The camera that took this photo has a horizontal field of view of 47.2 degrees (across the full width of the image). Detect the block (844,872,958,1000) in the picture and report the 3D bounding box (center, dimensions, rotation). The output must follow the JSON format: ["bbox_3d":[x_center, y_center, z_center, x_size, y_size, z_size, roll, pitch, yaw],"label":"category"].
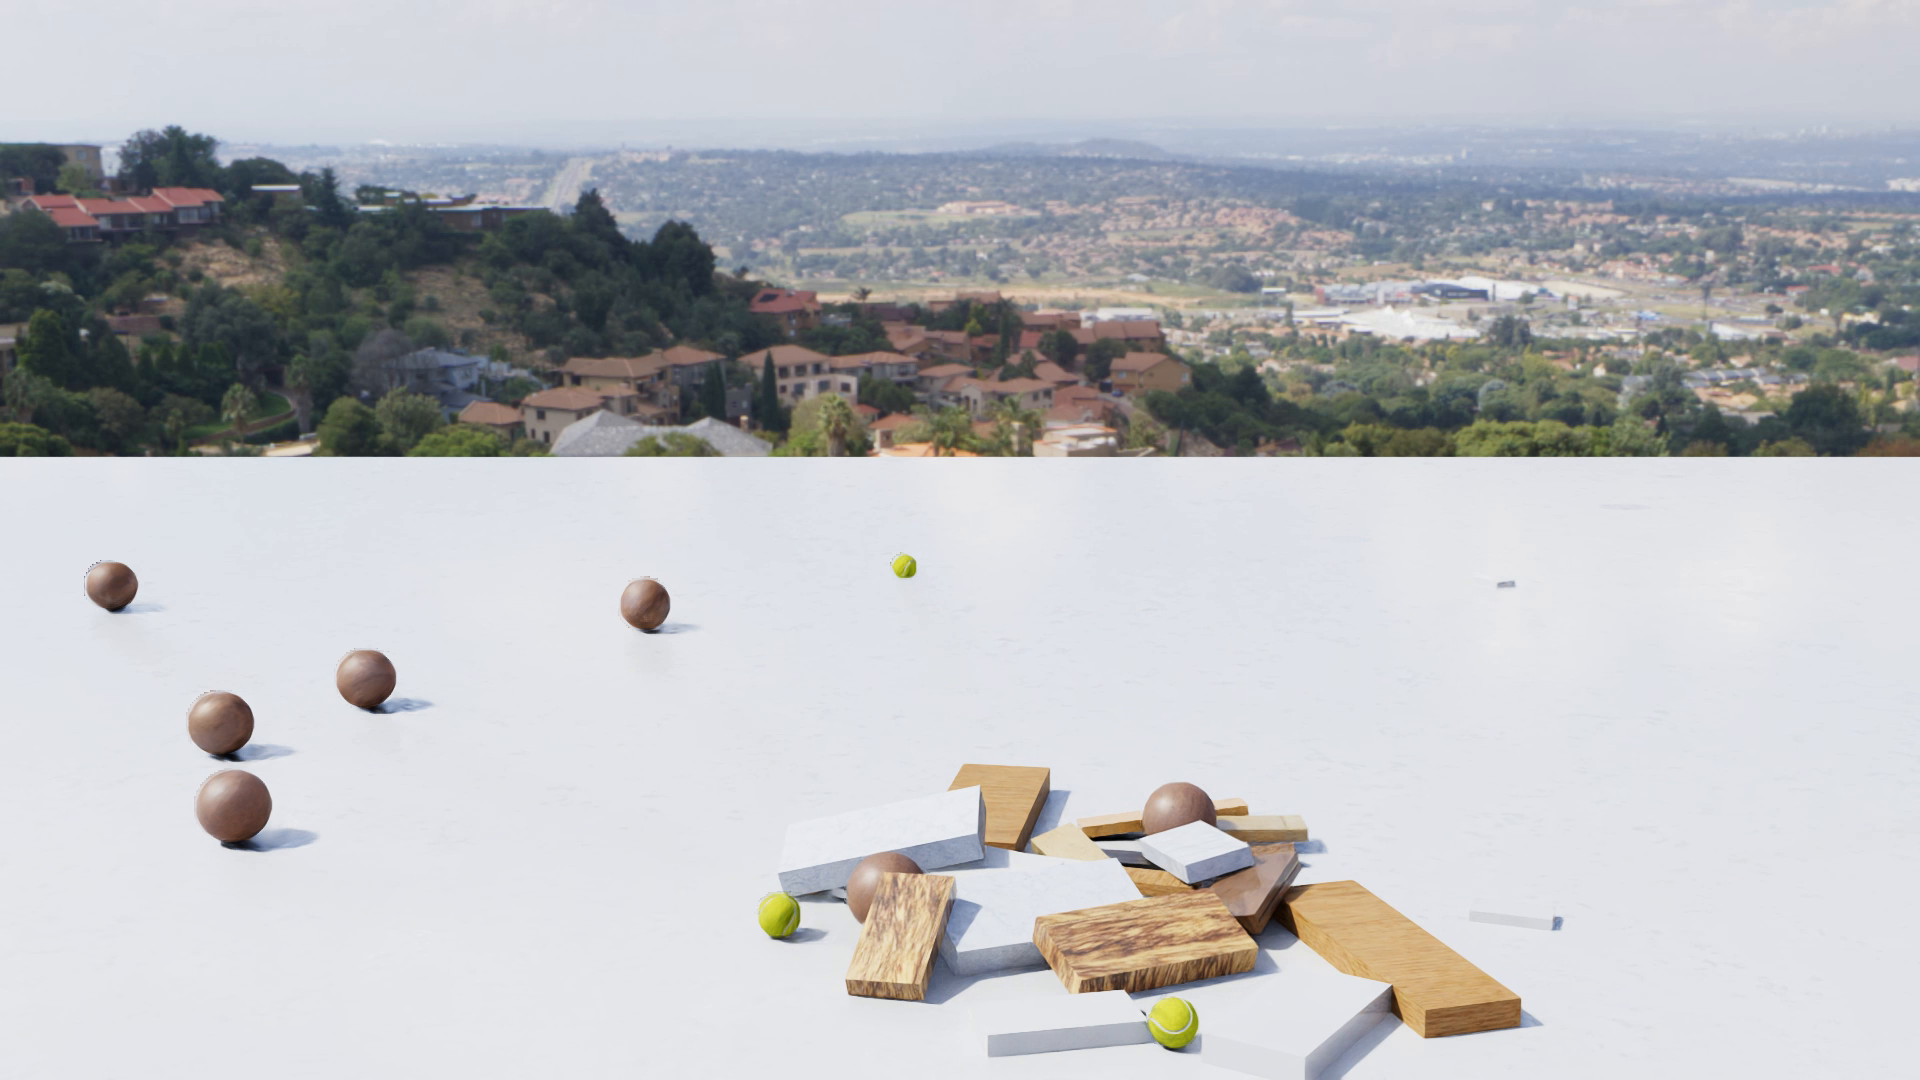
[{"bbox_3d":[-0.086,0.593,3.307,0.115,0.033,0.230,1,34,14],"label":"block"}]

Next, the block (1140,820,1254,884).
[{"bbox_3d":[0.394,0.521,3.680,0.115,0.033,0.230,-15,6,-13],"label":"block"}]

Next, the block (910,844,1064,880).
[{"bbox_3d":[0.043,0.549,3.605,0.230,0.033,0.115,8,28,28],"label":"block"}]

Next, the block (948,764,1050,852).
[{"bbox_3d":[0.051,0.500,4.022,0.169,0.048,0.465,2,11,10],"label":"block"}]

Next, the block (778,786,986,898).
[{"bbox_3d":[-0.127,0.503,3.677,0.337,0.048,0.169,-12,20,7],"label":"block"}]

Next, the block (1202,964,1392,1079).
[{"bbox_3d":[0.476,0.677,3.085,0.152,0.043,0.303,7,12,32],"label":"block"}]

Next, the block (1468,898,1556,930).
[{"bbox_3d":[0.891,0.603,3.548,0.130,0.018,0.065,4,11,19],"label":"block"}]

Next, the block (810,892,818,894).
[{"bbox_3d":[-0.250,0.571,3.728,0.059,0.017,0.119,3,11,18],"label":"block"}]

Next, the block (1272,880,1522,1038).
[{"bbox_3d":[0.648,0.628,3.345,0.152,0.043,0.524,-3,11,-16],"label":"block"}]

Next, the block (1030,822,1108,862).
[{"bbox_3d":[0.194,0.539,3.733,0.081,0.023,0.162,-20,28,-19],"label":"block"}]

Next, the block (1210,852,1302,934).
[{"bbox_3d":[0.458,0.569,3.529,0.115,0.033,0.230,-11,13,28],"label":"block"}]

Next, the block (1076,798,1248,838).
[{"bbox_3d":[0.365,0.502,3.976,0.303,0.020,0.072,-7,5,-4],"label":"block"}]

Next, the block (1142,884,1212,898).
[{"bbox_3d":[0.345,0.585,3.643,0.139,0.020,0.069,3,11,18],"label":"block"}]

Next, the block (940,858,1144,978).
[{"bbox_3d":[0.122,0.585,3.424,0.338,0.048,0.169,-4,30,-21],"label":"block"}]

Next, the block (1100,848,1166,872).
[{"bbox_3d":[0.293,0.554,3.776,0.139,0.020,0.069,5,10,-5],"label":"block"}]

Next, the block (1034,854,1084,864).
[{"bbox_3d":[0.122,0.566,3.628,0.230,0.033,0.115,4,27,22],"label":"block"}]

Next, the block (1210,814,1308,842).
[{"bbox_3d":[0.530,0.512,3.902,0.162,0.023,0.081,0,11,-1],"label":"block"}]

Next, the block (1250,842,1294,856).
[{"bbox_3d":[0.498,0.542,3.805,0.144,0.020,0.072,-3,-10,-16],"label":"block"}]

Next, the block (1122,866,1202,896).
[{"bbox_3d":[0.324,0.567,3.633,0.139,0.020,0.069,3,11,18],"label":"block"}]

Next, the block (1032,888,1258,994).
[{"bbox_3d":[0.280,0.609,3.319,0.303,0.043,0.152,-5,30,-24],"label":"block"}]

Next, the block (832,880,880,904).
[{"bbox_3d":[-0.157,0.564,3.665,0.059,0.017,0.119,13,26,25],"label":"block"}]

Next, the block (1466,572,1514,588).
[{"bbox_3d":[1.492,0.113,6.186,0.065,0.018,0.130,-5,12,-26],"label":"block"}]

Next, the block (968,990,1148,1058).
[{"bbox_3d":[0.137,0.680,3.096,0.230,0.033,0.115,-2,11,-13],"label":"block"}]

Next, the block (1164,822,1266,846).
[{"bbox_3d":[0.455,0.530,3.932,0.162,0.023,0.081,8,13,37],"label":"block"}]
